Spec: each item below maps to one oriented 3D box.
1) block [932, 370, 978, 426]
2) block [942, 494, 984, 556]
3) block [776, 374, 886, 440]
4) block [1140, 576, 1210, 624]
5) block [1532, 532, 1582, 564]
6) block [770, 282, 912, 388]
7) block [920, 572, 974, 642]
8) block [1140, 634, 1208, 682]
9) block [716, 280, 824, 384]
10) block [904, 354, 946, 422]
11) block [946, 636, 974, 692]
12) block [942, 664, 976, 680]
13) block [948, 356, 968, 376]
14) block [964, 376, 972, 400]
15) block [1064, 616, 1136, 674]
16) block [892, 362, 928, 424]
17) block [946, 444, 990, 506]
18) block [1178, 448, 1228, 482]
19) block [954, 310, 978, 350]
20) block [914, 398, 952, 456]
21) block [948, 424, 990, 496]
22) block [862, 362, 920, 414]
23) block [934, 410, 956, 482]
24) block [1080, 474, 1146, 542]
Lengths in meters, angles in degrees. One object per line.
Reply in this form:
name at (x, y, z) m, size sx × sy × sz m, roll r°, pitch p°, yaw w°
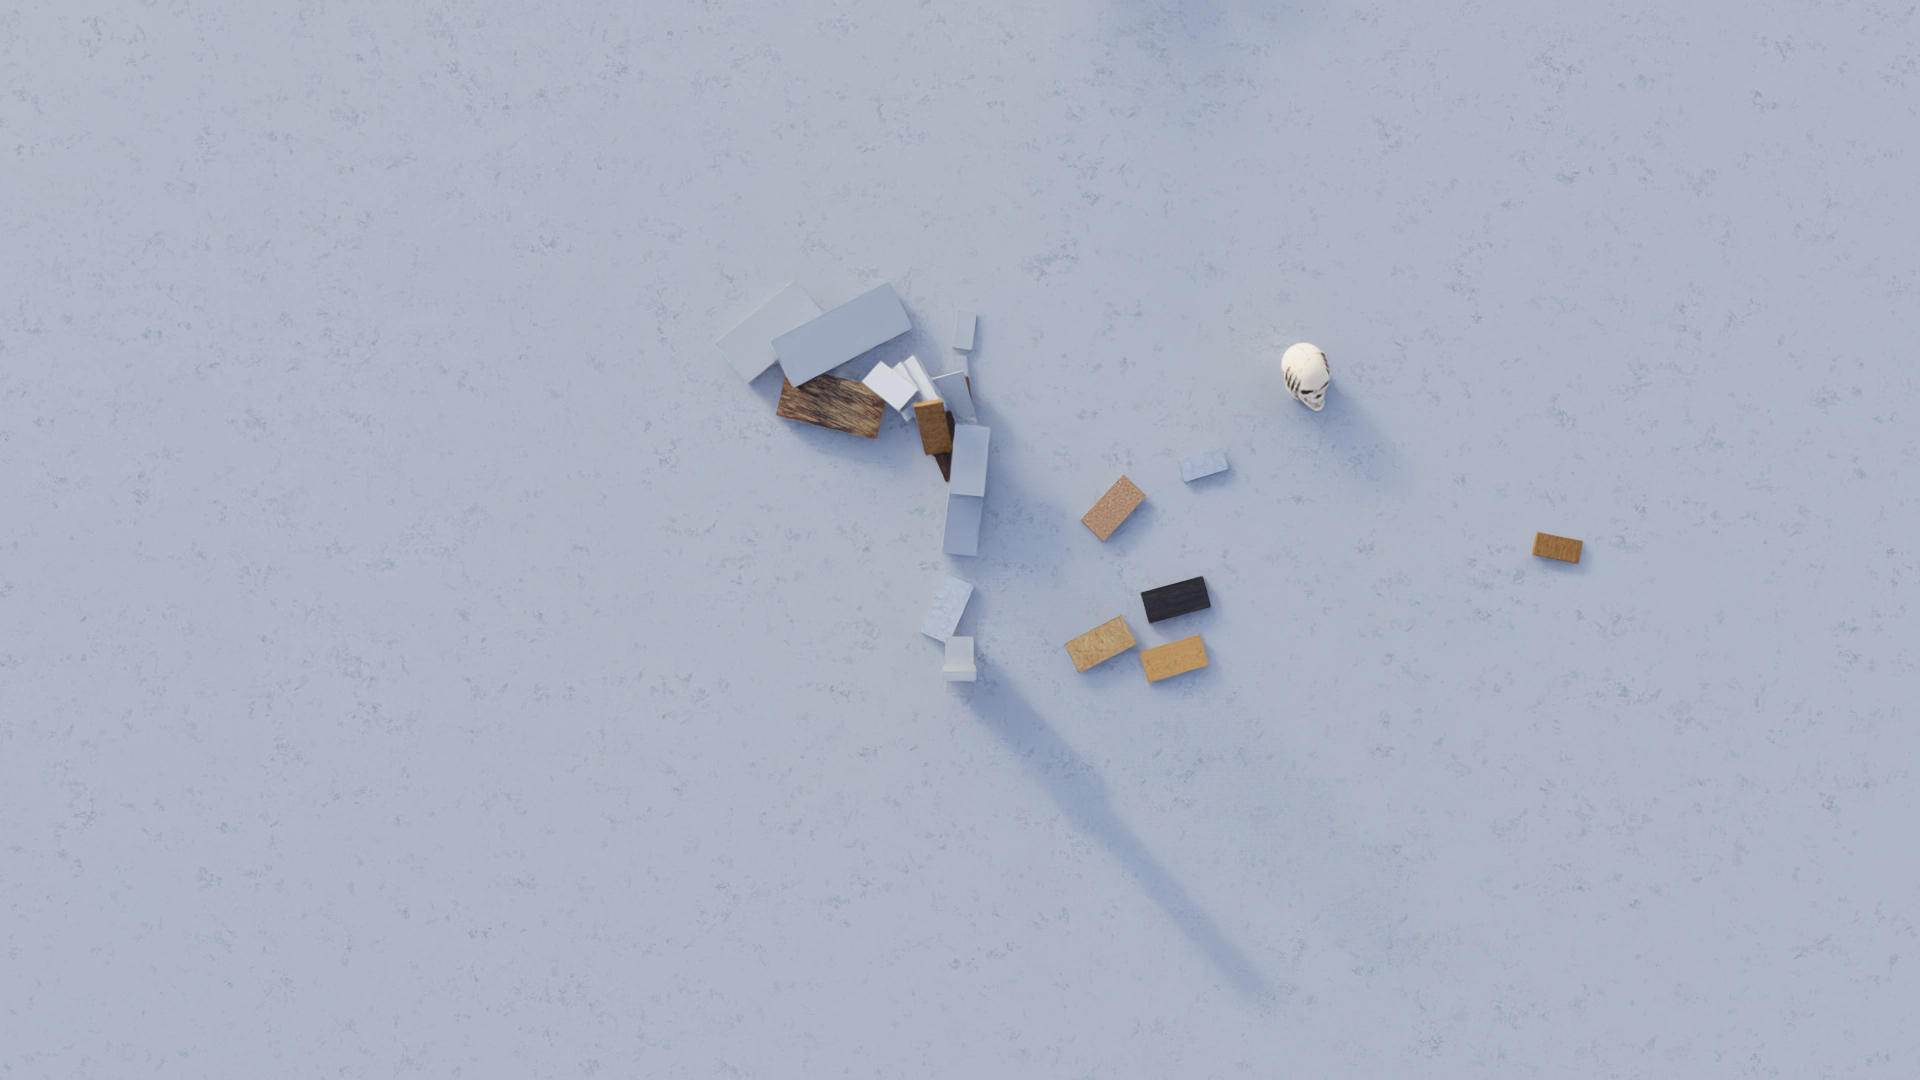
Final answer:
block at (-0.014, -0.443, 5.458) m, size 0.108 × 0.030 × 0.215 m, roll -15°, pitch 103°, yaw 3°
block at (0.010, -0.067, 5.454) m, size 0.114 × 0.032 × 0.228 m, roll 6°, pitch 104°, yaw -3°
block at (-0.423, -0.455, 5.476) m, size 0.341 × 0.048 × 0.171 m, roll 14°, pitch 90°, yaw 0°
block at (0.716, 0.198, 5.485) m, size 0.213 × 0.030 × 0.107 m, roll -15°, pitch 90°, yaw 0°
block at (1.988, 0.026, 5.489) m, size 0.152 × 0.022 × 0.076 m, roll 11°, pitch 90°, yaw 0°
block at (-0.392, -0.676, 5.436) m, size 0.443 × 0.048 × 0.171 m, roll -28°, pitch 95°, yaw -8°
block at (-0.043, 0.227, 5.485) m, size 0.107 × 0.030 × 0.213 m, roll 24°, pitch 90°, yaw 0°
block at (0.711, 0.394, 5.485) m, size 0.208 × 0.029 × 0.104 m, roll -16°, pitch 90°, yaw 0°
block at (-0.623, -0.690, 5.476) m, size 0.341 × 0.048 × 0.171 m, roll -39°, pitch 90°, yaw 0°
block at (-0.137, -0.491, 5.425) m, size 0.108 × 0.030 × 0.215 m, roll -39°, pitch 65°, yaw 22°
block at (0.000, 0.401, 5.309) m, size 0.089 × 0.025 × 0.178 m, roll 0°, pitch 90°, yaw 0°
block at (-0.002, 0.416, 5.173) m, size 0.104 × 0.248 × 0.029 m, roll 0°, pitch 90°, yaw 0°
block at (-0.003, -0.547, 5.491) m, size 0.063 × 0.018 × 0.126 m, roll -4°, pitch 90°, yaw 0°
block at (0.005, -0.479, 5.474) m, size 0.063 × 0.018 × 0.126 m, roll -7°, pitch 103°, yaw 1°
block at (0.466, 0.346, 5.485) m, size 0.213 × 0.030 × 0.107 m, roll -27°, pitch 90°, yaw 0°
block at (-0.179, -0.485, 5.417) m, size 0.093 × 0.026 × 0.185 m, roll -40°, pitch 65°, yaw 21°
block at (0.027, -0.209, 5.451) m, size 0.114 × 0.032 × 0.228 m, roll 8°, pitch 104°, yaw -4°
block at (0.808, -0.251, 5.489) m, size 0.152 × 0.022 × 0.076 m, roll -17°, pitch 90°, yaw 0°
block at (0.017, -0.698, 5.491) m, size 0.063 × 0.018 × 0.126 m, roll 8°, pitch 90°, yaw 0°
block at (-0.086, -0.368, 5.381) m, size 0.093 × 0.026 × 0.185 m, roll -10°, pitch 123°, yaw 5°
block at (0.031, -0.261, 5.392) m, size 0.114 × 0.032 × 0.228 m, roll 5°, pitch 91°, yaw -4°
block at (-0.226, -0.499, 5.398) m, size 0.185 × 0.026 × 0.093 m, roll 39°, pitch 84°, yaw 29°
block at (-0.040, -0.311, 5.458) m, size 0.108 × 0.030 × 0.215 m, roll -23°, pitch 103°, yaw 4°
block at (0.509, -0.106, 5.485) m, size 0.104 × 0.029 × 0.208 m, roll 43°, pitch 90°, yaw 0°
